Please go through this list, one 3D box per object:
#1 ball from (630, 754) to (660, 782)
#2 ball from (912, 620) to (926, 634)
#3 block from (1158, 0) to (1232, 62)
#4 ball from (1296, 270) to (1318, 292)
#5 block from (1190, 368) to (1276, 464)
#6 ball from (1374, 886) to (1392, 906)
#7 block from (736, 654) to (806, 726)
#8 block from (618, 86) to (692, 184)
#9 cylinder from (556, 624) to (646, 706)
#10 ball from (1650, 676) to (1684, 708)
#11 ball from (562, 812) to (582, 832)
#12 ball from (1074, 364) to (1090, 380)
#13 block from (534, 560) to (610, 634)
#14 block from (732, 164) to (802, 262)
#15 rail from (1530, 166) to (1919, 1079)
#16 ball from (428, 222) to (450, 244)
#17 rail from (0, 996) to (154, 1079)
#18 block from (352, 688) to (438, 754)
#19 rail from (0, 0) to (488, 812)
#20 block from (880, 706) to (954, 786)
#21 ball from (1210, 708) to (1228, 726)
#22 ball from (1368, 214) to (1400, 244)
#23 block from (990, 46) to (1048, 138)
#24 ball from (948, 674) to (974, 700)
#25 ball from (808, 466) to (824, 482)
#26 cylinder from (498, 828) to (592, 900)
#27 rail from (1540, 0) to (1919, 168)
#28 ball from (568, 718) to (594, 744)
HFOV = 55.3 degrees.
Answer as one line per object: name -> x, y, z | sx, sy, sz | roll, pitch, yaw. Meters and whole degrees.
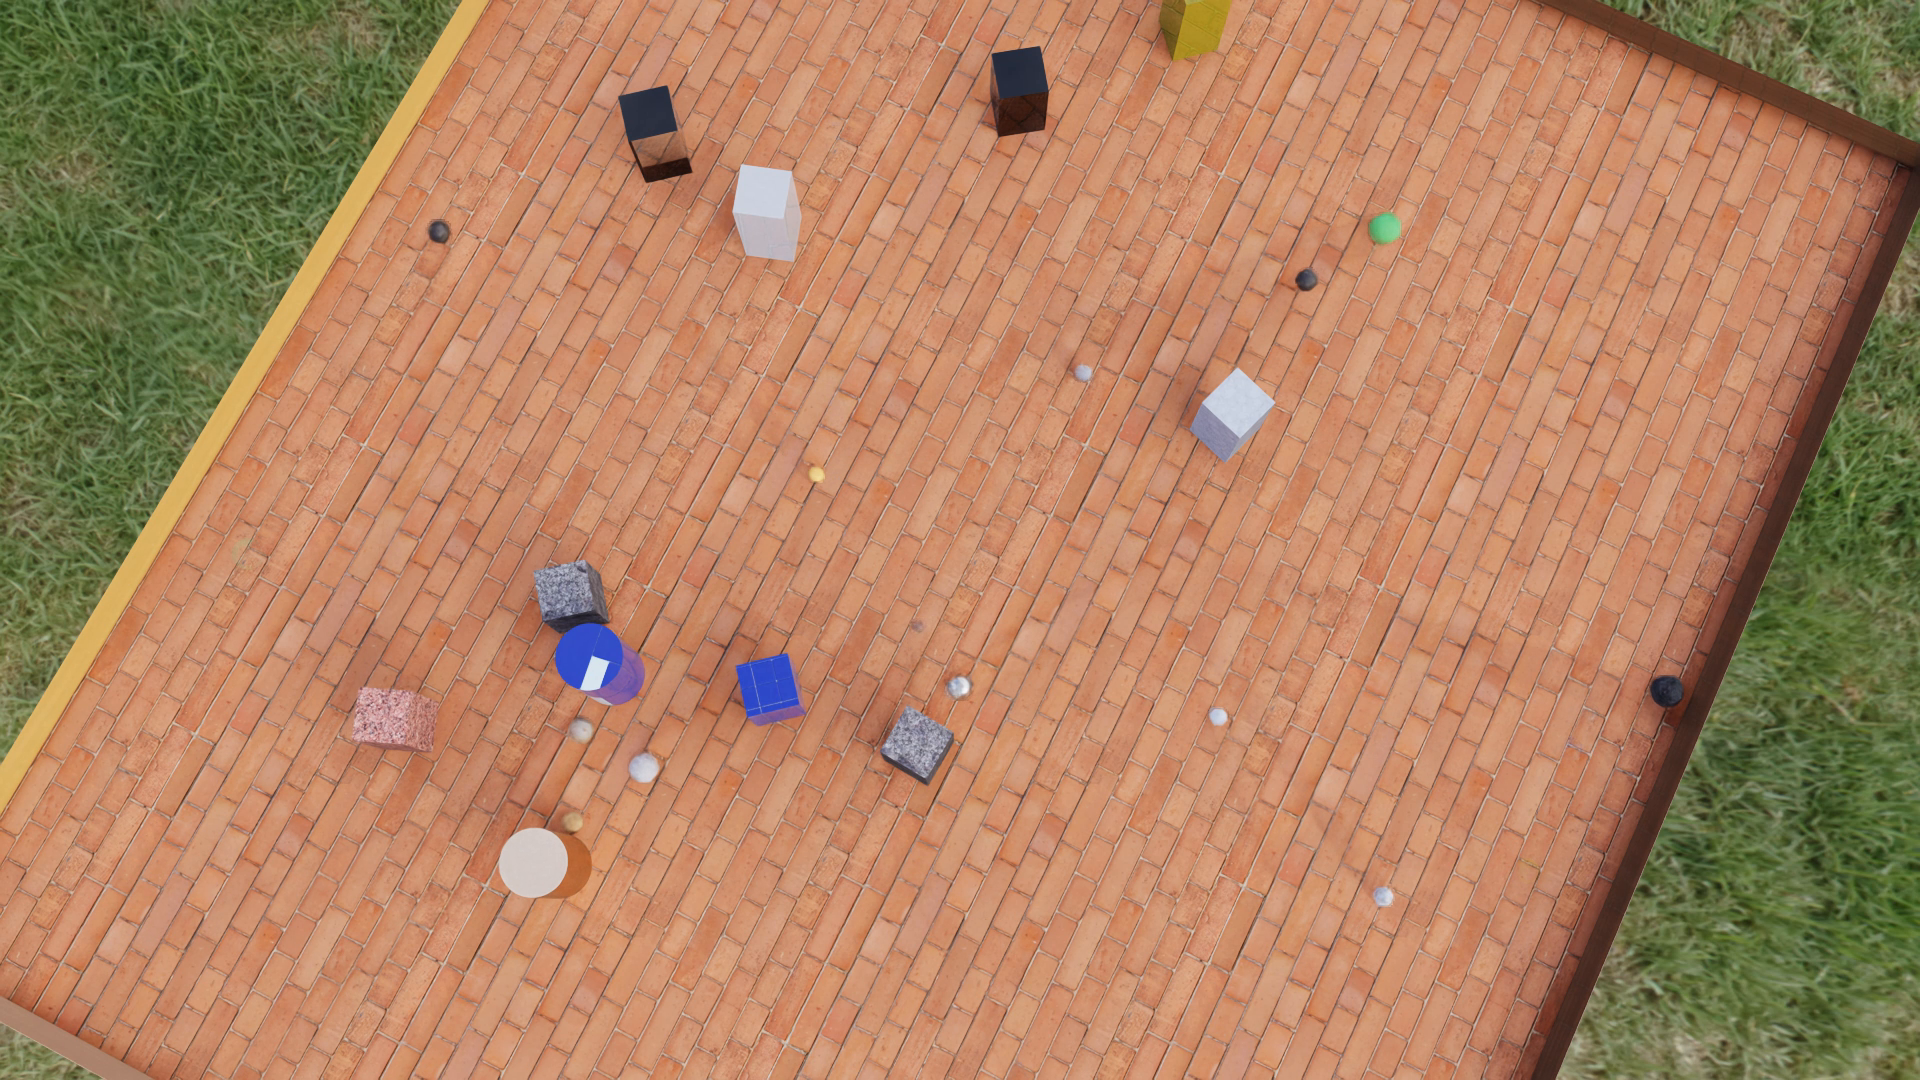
ball -> -0.935, 0.675, 5.433 | 0.086, 0.086, 0.086 | 0, 78, 0
ball -> -0.126, 0.262, 5.542 | 0.040, 0.040, 0.040 | 0, 78, 0
block -> 0.741, -1.680, 5.773 | 0.153, 0.373, 0.153 | -15, 79, -3
ball -> 1.089, -0.815, 5.751 | 0.067, 0.067, 0.067 | 0, 78, 0
block -> 0.820, -0.373, 5.539 | 0.153, 0.303, 0.153 | 44, 82, 8
ball -> 1.241, 1.045, 5.372 | 0.055, 0.055, 0.055 | 0, 78, 0
block -> -0.553, 0.443, 5.391 | 0.153, 0.262, 0.153 | -14, 79, -3
block -> -0.947, -1.262, 5.714 | 0.153, 0.319, 0.153 | -13, 79, -3
cylinder -> -1.046, 0.367, 5.350 | 0.191, 0.373, 0.191 | 0, 78, 0
ball -> 2.114, 0.454, 5.475 | 0.093, 0.093, 0.093 | 0, 78, 0
ball -> -1.147, 0.833, 5.413 | 0.060, 0.060, 0.060 | 0, 78, 0
ball -> 0.381, -0.521, 5.698 | 0.052, 0.052, 0.052 | 0, 78, 0
block -> -1.155, 0.171, 5.459 | 0.153, 0.240, 0.153 | -12, 79, -3
block -> -0.590, -1.002, 5.639 | 0.153, 0.361, 0.153 | 8, 78, 2
rail -> 1.950, 0.962, 5.353 | 0.045, 0.124, 4.953 | 26, 80, 5
ball -> -1.643, -0.971, 5.782 | 0.069, 0.069, 0.069 | 0, 78, 0
rail -> -1.097, 2.155, 5.106 | 4.408, 0.124, 0.045 | 26, 80, 5
block -> -1.650, 0.529, 5.366 | 0.153, 0.277, 0.153 | 4, 78, 1
rail -> -1.950, -0.948, 5.748 | 0.045, 0.124, 4.953 | 26, 80, 5
block -> -0.123, 0.602, 5.341 | 0.153, 0.296, 0.153 | 30, 80, 6
ball -> 0.773, 0.530, 5.480 | 0.052, 0.052, 0.052 | 0, 78, 0
ball -> 1.336, -0.979, 5.770 | 0.095, 0.095, 0.095 | 0, 78, 0
block -> 0.185, -1.408, 5.765 | 0.153, 0.280, 0.153 | -9, 78, -2
ball -> 0.002, 0.440, 5.485 | 0.080, 0.080, 0.080 | 0, 78, 0
ball -> -0.444, -0.202, 5.634 | 0.048, 0.048, 0.048 | 0, 78, 0
cylinder -> -1.183, 0.929, 5.249 | 0.191, 0.343, 0.191 | 0, 78, 0
rail -> 1.097, -2.142, 5.995 | 4.408, 0.124, 0.045 | 26, 80, 5
ball -> -1.129, 0.569, 5.460 | 0.076, 0.076, 0.076 | 0, 78, 0
